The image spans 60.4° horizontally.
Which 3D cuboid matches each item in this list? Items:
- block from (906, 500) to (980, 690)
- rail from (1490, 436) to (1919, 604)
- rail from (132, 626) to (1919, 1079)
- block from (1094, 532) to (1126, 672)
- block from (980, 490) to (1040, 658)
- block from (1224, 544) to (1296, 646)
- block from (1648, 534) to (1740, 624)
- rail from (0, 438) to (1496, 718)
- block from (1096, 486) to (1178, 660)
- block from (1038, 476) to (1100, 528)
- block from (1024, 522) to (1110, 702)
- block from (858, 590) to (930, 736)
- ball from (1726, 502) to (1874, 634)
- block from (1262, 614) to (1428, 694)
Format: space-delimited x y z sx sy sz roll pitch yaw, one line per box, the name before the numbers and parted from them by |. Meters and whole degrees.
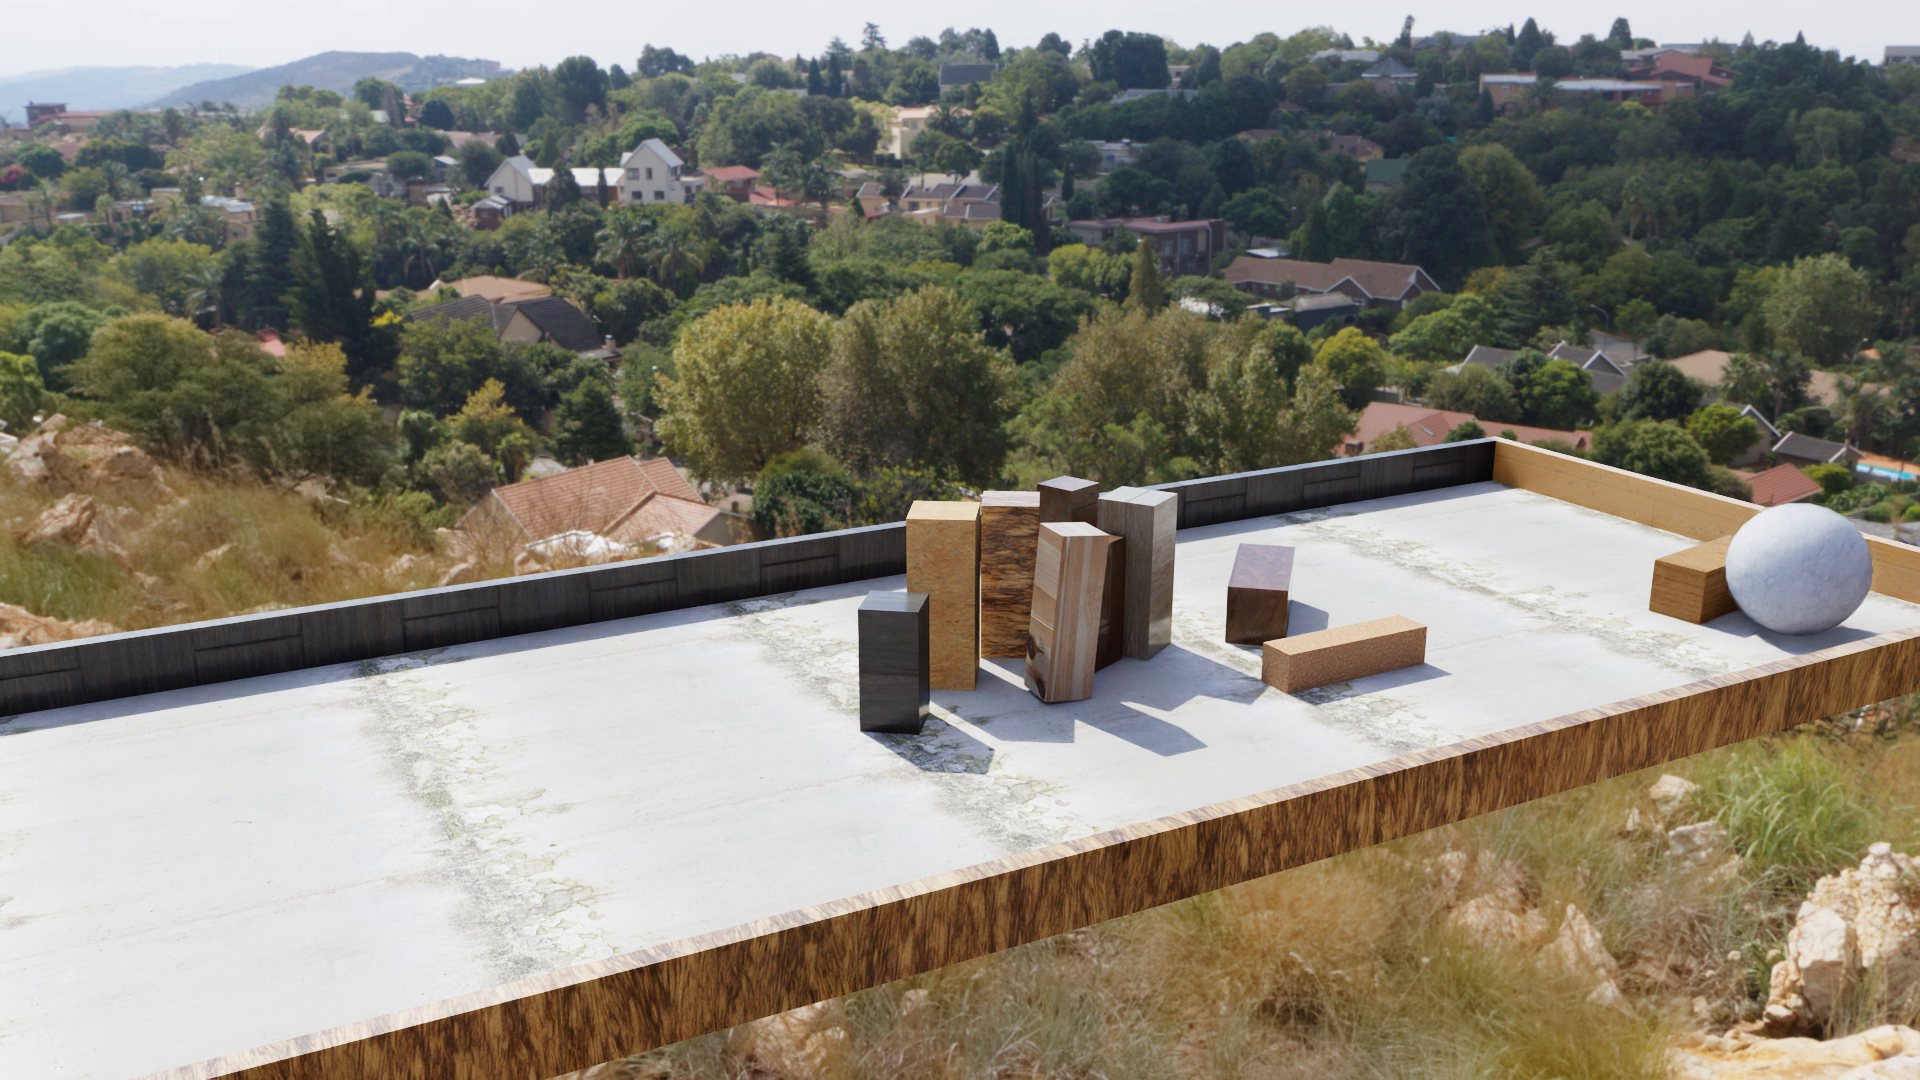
block | -0.040 0.138 4.108 0.167 0.439 0.167 1 16 5
rail | 2.466 -0.048 5.253 0.050 0.150 2.100 -9 18 -27
rail | -2.336 1.006 1.665 12.000 0.150 0.050 -9 18 -27
block | 0.318 0.154 4.241 0.151 0.332 0.151 12 20 36
block | 0.132 0.090 4.318 0.148 0.411 0.148 1 16 3
block | 0.835 0.147 4.572 0.159 0.159 0.417 4 17 13
block | 2.158 0.109 4.714 0.407 0.152 0.152 -12 20 -36
rail | -3.305 0.497 3.399 12.000 0.150 0.050 -9 18 -27
block | 0.459 0.085 4.329 0.157 0.413 0.157 9 18 28
block | 0.300 0.022 4.616 0.122 0.374 0.122 14 22 40
block | 0.257 0.174 4.010 0.124 0.415 0.124 -2 16 -24
block | -0.153 0.285 3.853 0.140 0.300 0.140 3 17 9
ball | 2.266 0.077 4.459 0.357 0.357 0.357 0 16 0
block | 0.979 0.288 4.192 0.447 0.103 0.103 -9 18 -27
